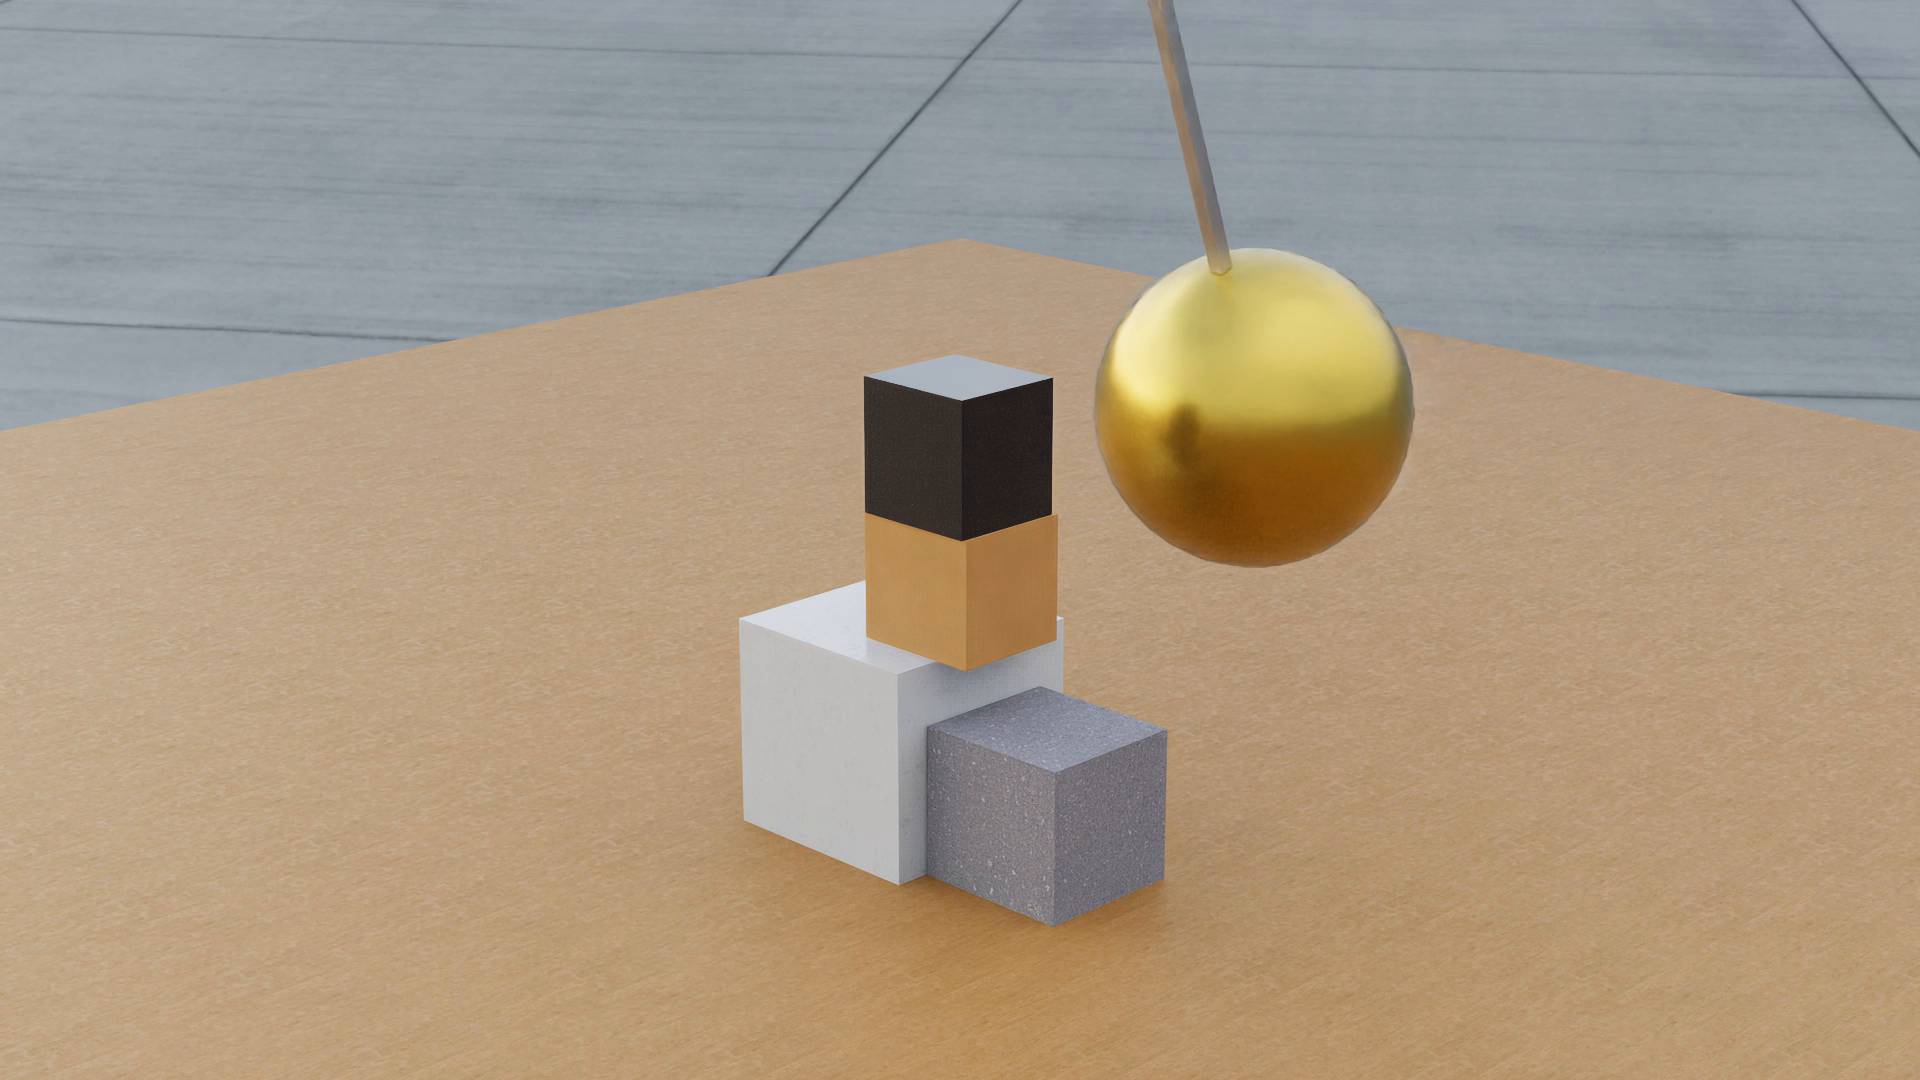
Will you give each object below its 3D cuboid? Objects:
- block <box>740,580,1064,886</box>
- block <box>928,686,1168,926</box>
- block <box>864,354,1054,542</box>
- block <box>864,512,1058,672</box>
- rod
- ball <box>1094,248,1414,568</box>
[{"bbox_3d":[-0.274,0.855,13.918,1.083,1.022,1.074,-17,24,-42],"label":"block"},{"bbox_3d":[0.393,1.194,13.325,0.740,0.731,0.793,-17,24,-42],"label":"block"},{"bbox_3d":[-0.007,-0.425,13.200,0.577,0.639,0.621,-17,24,-42],"label":"block"},{"bbox_3d":[0.006,0.165,13.400,0.591,0.606,0.651,-17,24,-42],"label":"block"},{"bbox_3d":[0.636,-3.454,12.922,0.080,5.200,0.080,17,44,42],"label":"rod"},{"bbox_3d":[1.467,-0.660,14.672,1.600,1.600,1.600,0,17,0],"label":"ball"}]
